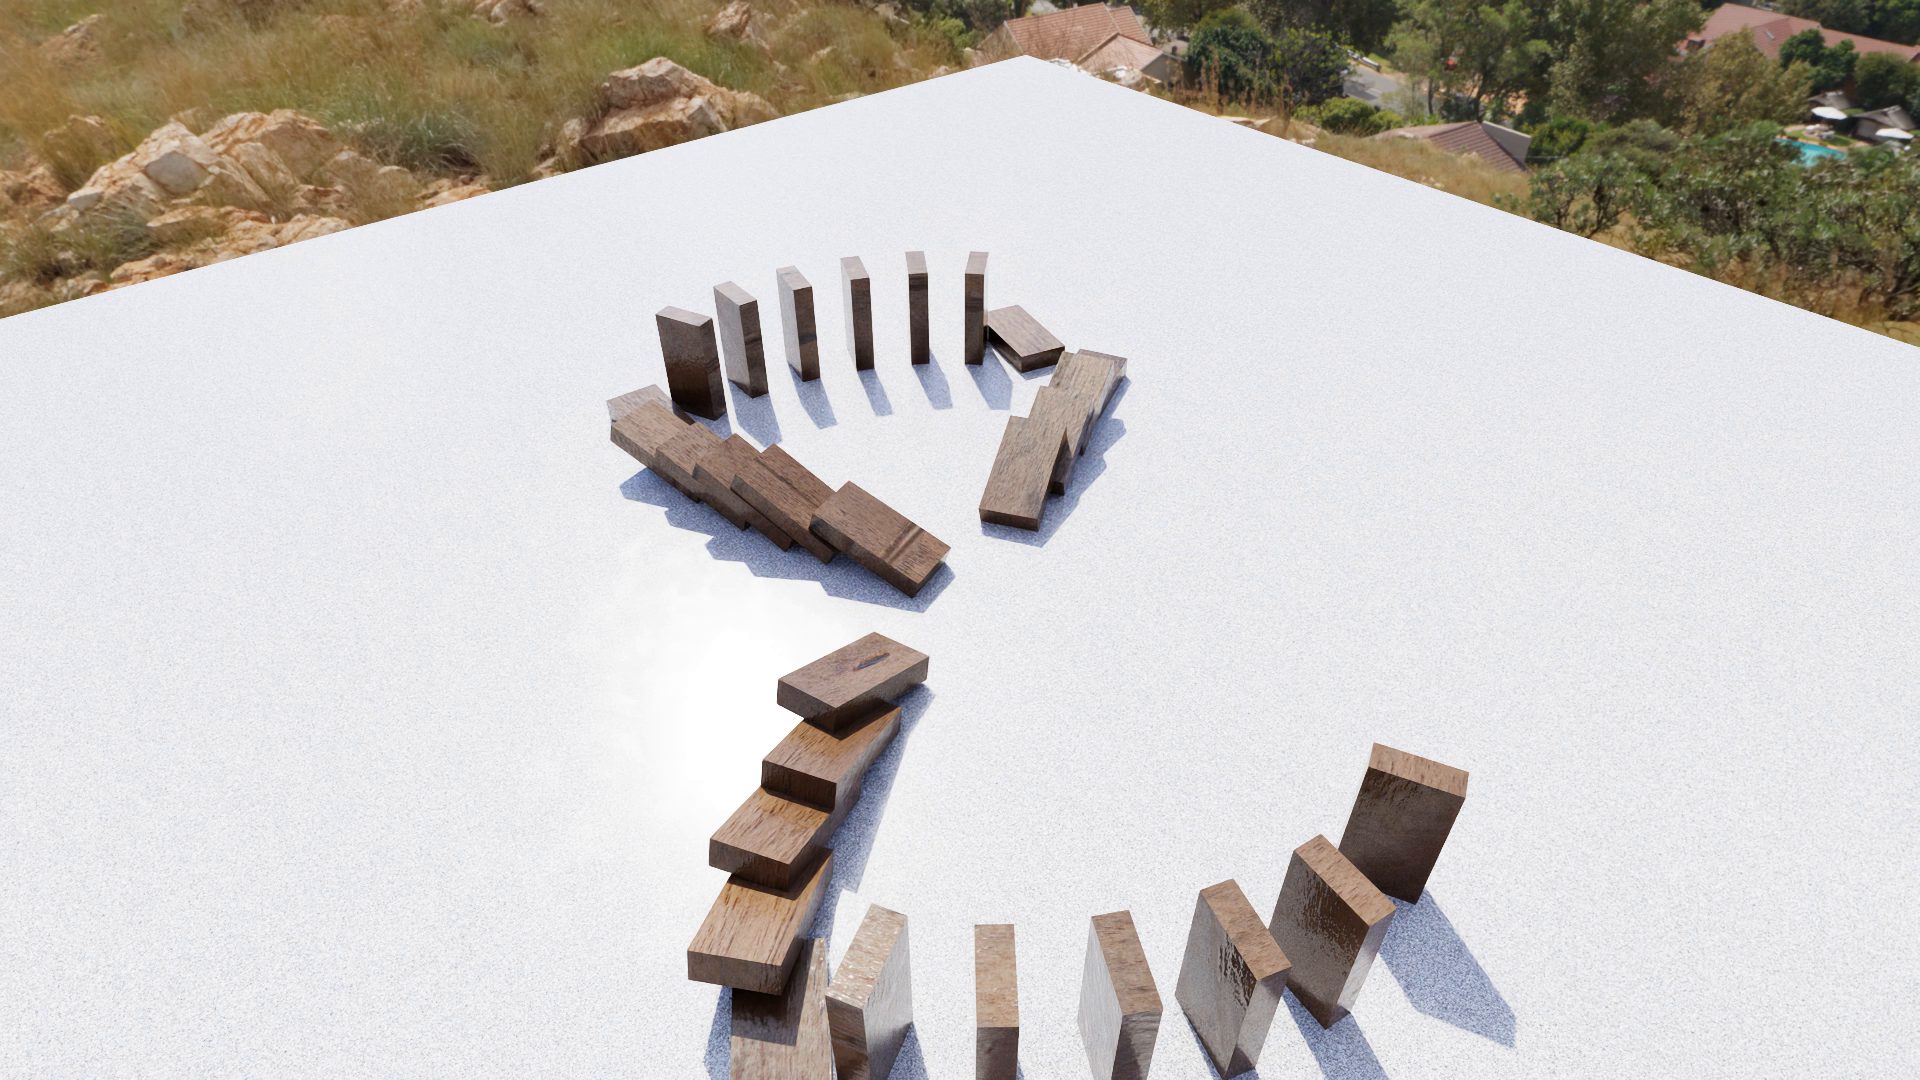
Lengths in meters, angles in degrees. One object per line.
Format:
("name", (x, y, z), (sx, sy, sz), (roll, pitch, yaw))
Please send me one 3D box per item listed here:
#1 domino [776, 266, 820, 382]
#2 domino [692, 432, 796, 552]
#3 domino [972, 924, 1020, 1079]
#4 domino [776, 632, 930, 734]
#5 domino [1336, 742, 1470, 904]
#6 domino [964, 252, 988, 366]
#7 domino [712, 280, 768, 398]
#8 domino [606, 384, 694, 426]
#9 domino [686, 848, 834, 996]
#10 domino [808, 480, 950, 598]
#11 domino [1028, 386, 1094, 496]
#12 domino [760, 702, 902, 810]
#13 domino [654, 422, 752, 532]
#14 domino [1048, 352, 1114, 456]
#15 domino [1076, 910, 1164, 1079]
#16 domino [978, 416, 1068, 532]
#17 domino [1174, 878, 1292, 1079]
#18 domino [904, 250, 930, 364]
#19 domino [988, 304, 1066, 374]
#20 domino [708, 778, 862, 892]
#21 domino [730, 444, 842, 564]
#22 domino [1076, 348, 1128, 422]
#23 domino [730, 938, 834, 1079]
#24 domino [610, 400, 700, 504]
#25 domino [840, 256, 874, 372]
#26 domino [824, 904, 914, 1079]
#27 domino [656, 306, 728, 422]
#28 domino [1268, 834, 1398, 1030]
("domino", (-0.079, -0.106, 0.541), (0.009, 0.050, 0.025), (-17, 42, -20))
("domino", (-0.082, -0.020, 0.451), (0.050, 0.009, 0.025), (38, 48, 4))
("domino", (0.008, 0.118, 0.267), (0.010, 0.050, 0.025), (0, 39, 0))
("domino", (-0.035, 0.047, 0.372), (0.025, 0.010, 0.050), (20, 25, 30))
("domino", (0.124, 0.081, 0.312), (0.025, 0.050, 0.010), (16, 42, 19))
("domino", (0.008, -0.116, 0.554), (0.010, 0.050, 0.025), (4, 40, 5))
("domino", (-0.105, -0.096, 0.529), (0.009, 0.050, 0.025), (-27, 46, -29))
("domino", (-0.141, -0.054, 0.509), (0.025, 0.010, 0.050), (-26, 46, -28))
("domino", (-0.054, 0.103, 0.305), (0.025, 0.009, 0.050), (6, 20, 8))
("domino", (-0.031, -0.001, 0.432), (0.050, 0.009, 0.025), (33, 47, 10))
("domino", (0.041, -0.045, 0.486), (0.025, 0.010, 0.050), (13, 60, 15))
("domino", (-0.040, 0.065, 0.351), (0.025, 0.009, 0.050), (14, 23, 16))
("domino", (-0.101, -0.027, 0.465), (0.050, 0.010, 0.025), (36, 49, 12))
("domino", (0.052, -0.064, 0.508), (0.025, 0.010, 0.050), (14, 61, 17))
("domino", (0.038, 0.116, 0.269), (0.009, 0.050, 0.025), (-7, 40, -9))
("domino", (0.027, -0.029, 0.466), (0.025, 0.009, 0.050), (11, 60, 14))
("domino", (0.067, 0.111, 0.276), (0.009, 0.050, 0.025), (-14, 41, -16))
("domino", (-0.021, -0.117, 0.554), (0.010, 0.050, 0.025), (-4, 39, -5))
("domino", (0.031, -0.105, 0.572), (0.025, 0.009, 0.050), (-17, 42, -20))
("domino", (-0.051, 0.083, 0.330), (0.025, 0.009, 0.050), (13, 22, 15))
("domino", (-0.065, -0.015, 0.444), (0.050, 0.010, 0.025), (38, 48, 4))
("domino", (0.062, -0.075, 0.535), (0.025, 0.010, 0.050), (15, 42, 18))
("domino", (-0.046, 0.130, 0.285), (0.025, 0.010, 0.050), (-5, 40, -6))
("domino", (-0.125, -0.039, 0.479), (0.050, 0.010, 0.025), (35, 48, 11))
("domino", (-0.051, -0.113, 0.549), (0.009, 0.050, 0.025), (-10, 40, -12))
("domino", (-0.021, 0.115, 0.271), (0.009, 0.050, 0.025), (14, 41, 16))
("domino", (-0.125, -0.082, 0.511), (0.025, 0.050, 0.010), (18, 43, 21))
("domino", (0.095, 0.103, 0.286), (0.009, 0.050, 0.025), (-21, 44, -24))
